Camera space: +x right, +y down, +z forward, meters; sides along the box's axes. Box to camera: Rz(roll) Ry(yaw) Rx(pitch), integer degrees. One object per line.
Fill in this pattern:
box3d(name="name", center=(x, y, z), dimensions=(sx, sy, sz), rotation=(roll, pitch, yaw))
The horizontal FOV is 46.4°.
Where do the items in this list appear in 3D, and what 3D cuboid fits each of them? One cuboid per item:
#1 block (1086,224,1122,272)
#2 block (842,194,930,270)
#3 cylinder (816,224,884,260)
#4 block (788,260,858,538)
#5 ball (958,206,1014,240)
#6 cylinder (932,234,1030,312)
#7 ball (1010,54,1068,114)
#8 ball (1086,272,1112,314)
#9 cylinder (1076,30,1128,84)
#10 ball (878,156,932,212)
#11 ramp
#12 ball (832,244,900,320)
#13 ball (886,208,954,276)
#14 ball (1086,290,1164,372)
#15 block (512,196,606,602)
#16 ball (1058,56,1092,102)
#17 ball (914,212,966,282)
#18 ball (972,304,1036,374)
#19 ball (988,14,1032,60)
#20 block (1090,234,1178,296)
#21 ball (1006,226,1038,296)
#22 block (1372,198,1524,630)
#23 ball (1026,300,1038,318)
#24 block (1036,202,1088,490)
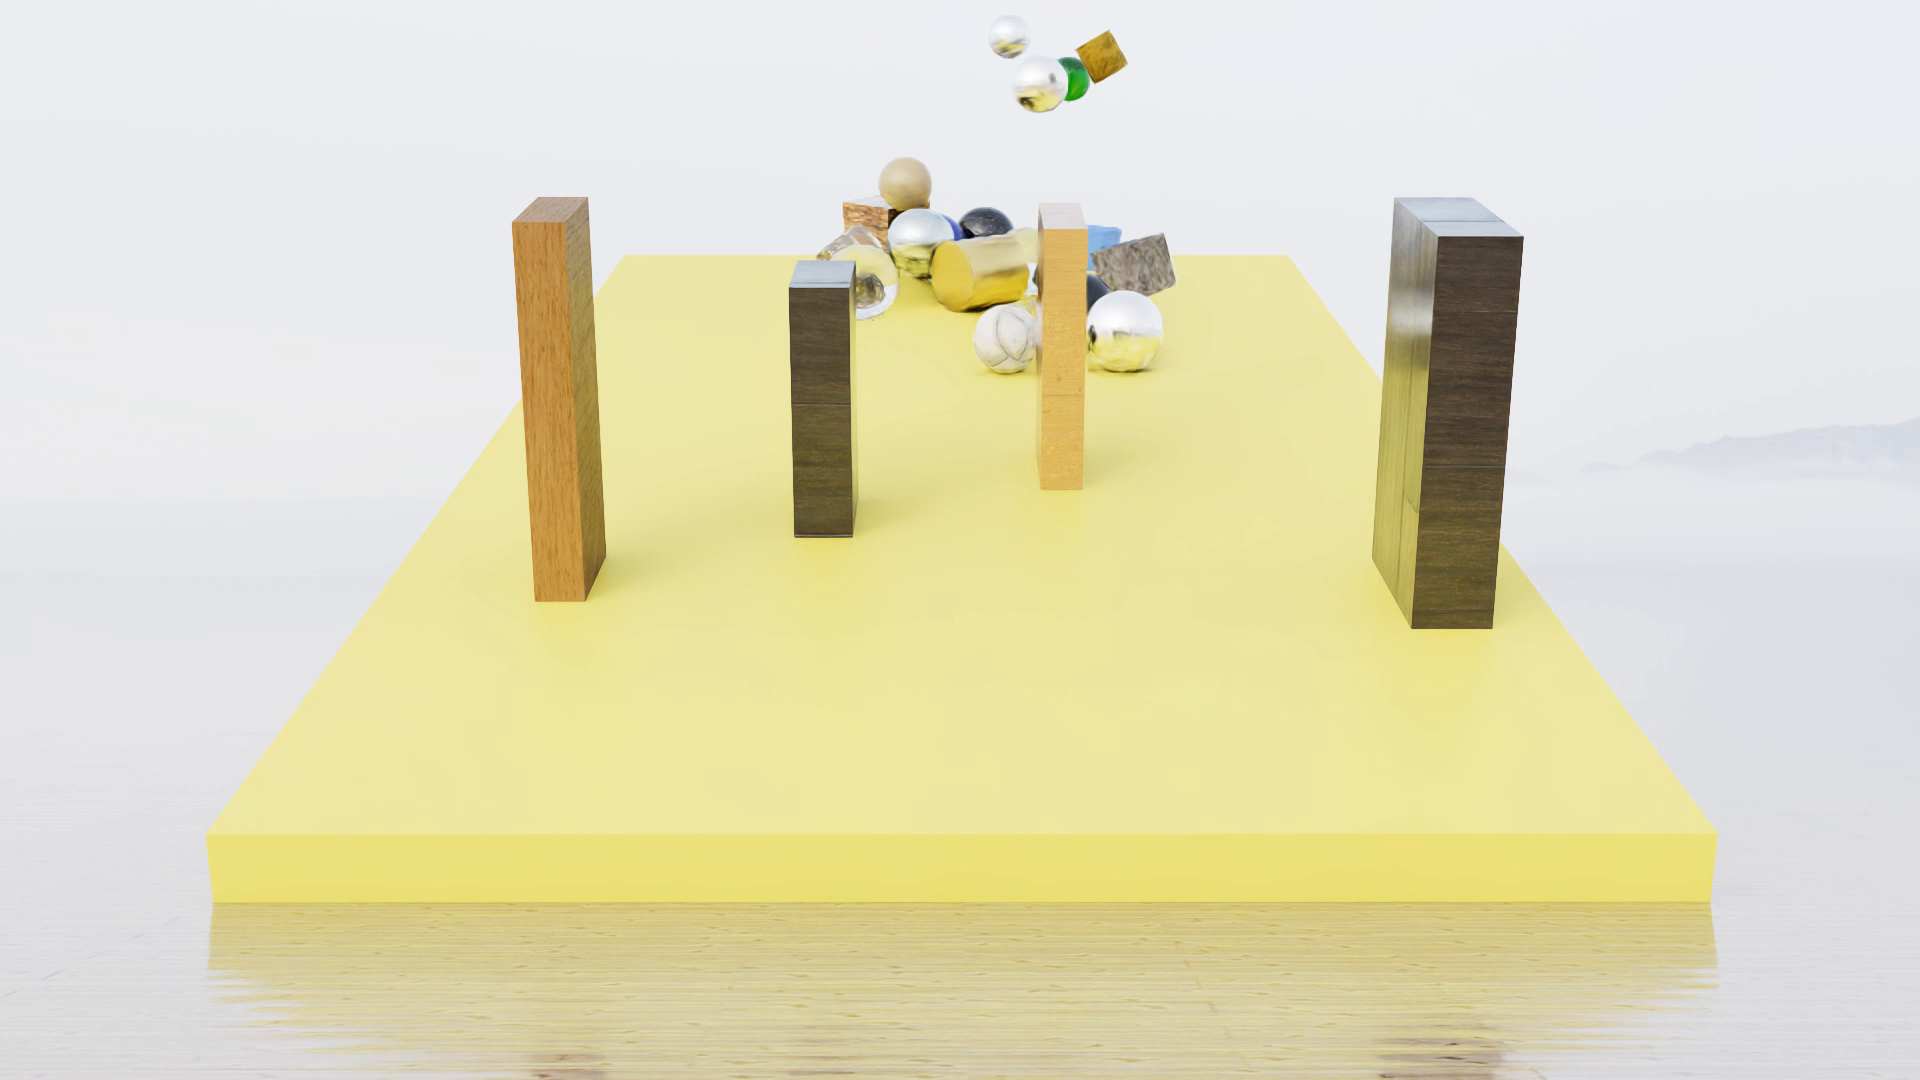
box3d(name="block", center=(0.394, -0.856, 6.566), dimensions=(0.112, 0.112, 0.112), rotation=(13, 22, 34))
box3d(name="block", center=(-0.216, -0.910, 6.616), dimensions=(0.182, 0.182, 0.182), rotation=(15, 24, 39))
box3d(name="cylinder", center=(-0.305, -0.781, 6.227), dimensions=(0.137, 0.137, 0.137), rotation=(-42, 22, -28))
box3d(name="block", center=(-0.253, -0.268, 4.201), dimensions=(0.109, 0.471, 0.255), rotation=(0, 18, 0))
box3d(name="ball", center=(0.071, -0.870, 6.454), dimensions=(0.184, 0.184, 0.184), rotation=(0, -1, 0))
box3d(name="cylinder", center=(0.054, -0.719, 6.026), dimensions=(0.189, 0.189, 0.189), rotation=(-13, 7, -35))
box3d(name="ball", center=(0.224, -1.289, 6.335), dimensions=(0.165, 0.165, 0.165), rotation=(0, -1, 0))
box3d(name="ball", center=(0.302, -0.587, 5.643), dimensions=(0.178, 0.178, 0.178), rotation=(0, -1, 0))
box3d(name="cylinder", center=(0.391, -1.329, 6.164), dimensions=(0.109, 0.109, 0.109), rotation=(-30, 10, 6))
box3d(name="ball", center=(-0.156, -1.021, 6.425), dimensions=(0.157, 0.157, 0.157), rotation=(0, -1, 0))
box3d(name="ramp", center=(-0.004, -0.189, 4.876), dimensions=(2.000, 0.100, 4.000), rotation=(0, 18, 0))
box3d(name="ball", center=(-0.259, -0.678, 5.884), dimensions=(0.198, 0.198, 0.198), rotation=(0, -1, 0))
box3d(name="ball", center=(-0.107, -0.811, 6.103), dimensions=(0.187, 0.187, 0.187), rotation=(0, -1, 0))
box3d(name="ball", center=(0.391, -0.498, 5.349), dimensions=(0.195, 0.195, 0.195), rotation=(0, -1, 0))
box3d(name="block", center=(-0.682, -0.242, 3.834), dimensions=(0.086, 0.651, 0.248), rotation=(0, 18, 0))
box3d(name="ball", center=(0.313, -1.327, 6.447), dimensions=(0.130, 0.130, 0.130), rotation=(0, -1, 0))
box3d(name="ball", center=(-0.078, -0.828, 6.342), dimensions=(0.199, 0.199, 0.199), rotation=(0, -1, 0))
box3d(name="ball", center=(0.112, -0.480, 5.341), dimensions=(0.164, 0.164, 0.164), rotation=(0, -1, 0))
box3d(name="ball", center=(0.145, -1.483, 6.601), dimensions=(0.131, 0.131, 0.131), rotation=(0, -1, 0))
box3d(name="block", center=(0.455, -0.709, 5.868), dimensions=(0.141, 0.141, 0.141), rotation=(-5, 14, 47))
box3d(name="ball", center=(0.181, -0.767, 6.169), dimensions=(0.190, 0.190, 0.190), rotation=(0, -1, 0))
box3d(name="block", center=(0.812, -0.220, 3.769), dimensions=(0.135, 0.654, 0.364), rotation=(0, 18, 0))
box3d(name="ball", center=(0.217, -0.523, 5.499), dimensions=(0.146, 0.146, 0.146), rotation=(0, -1, 0))
box3d(name="block", center=(0.202, -0.393, 4.504), dimensions=(0.084, 0.522, 0.295), rotation=(0, 18, 0))
